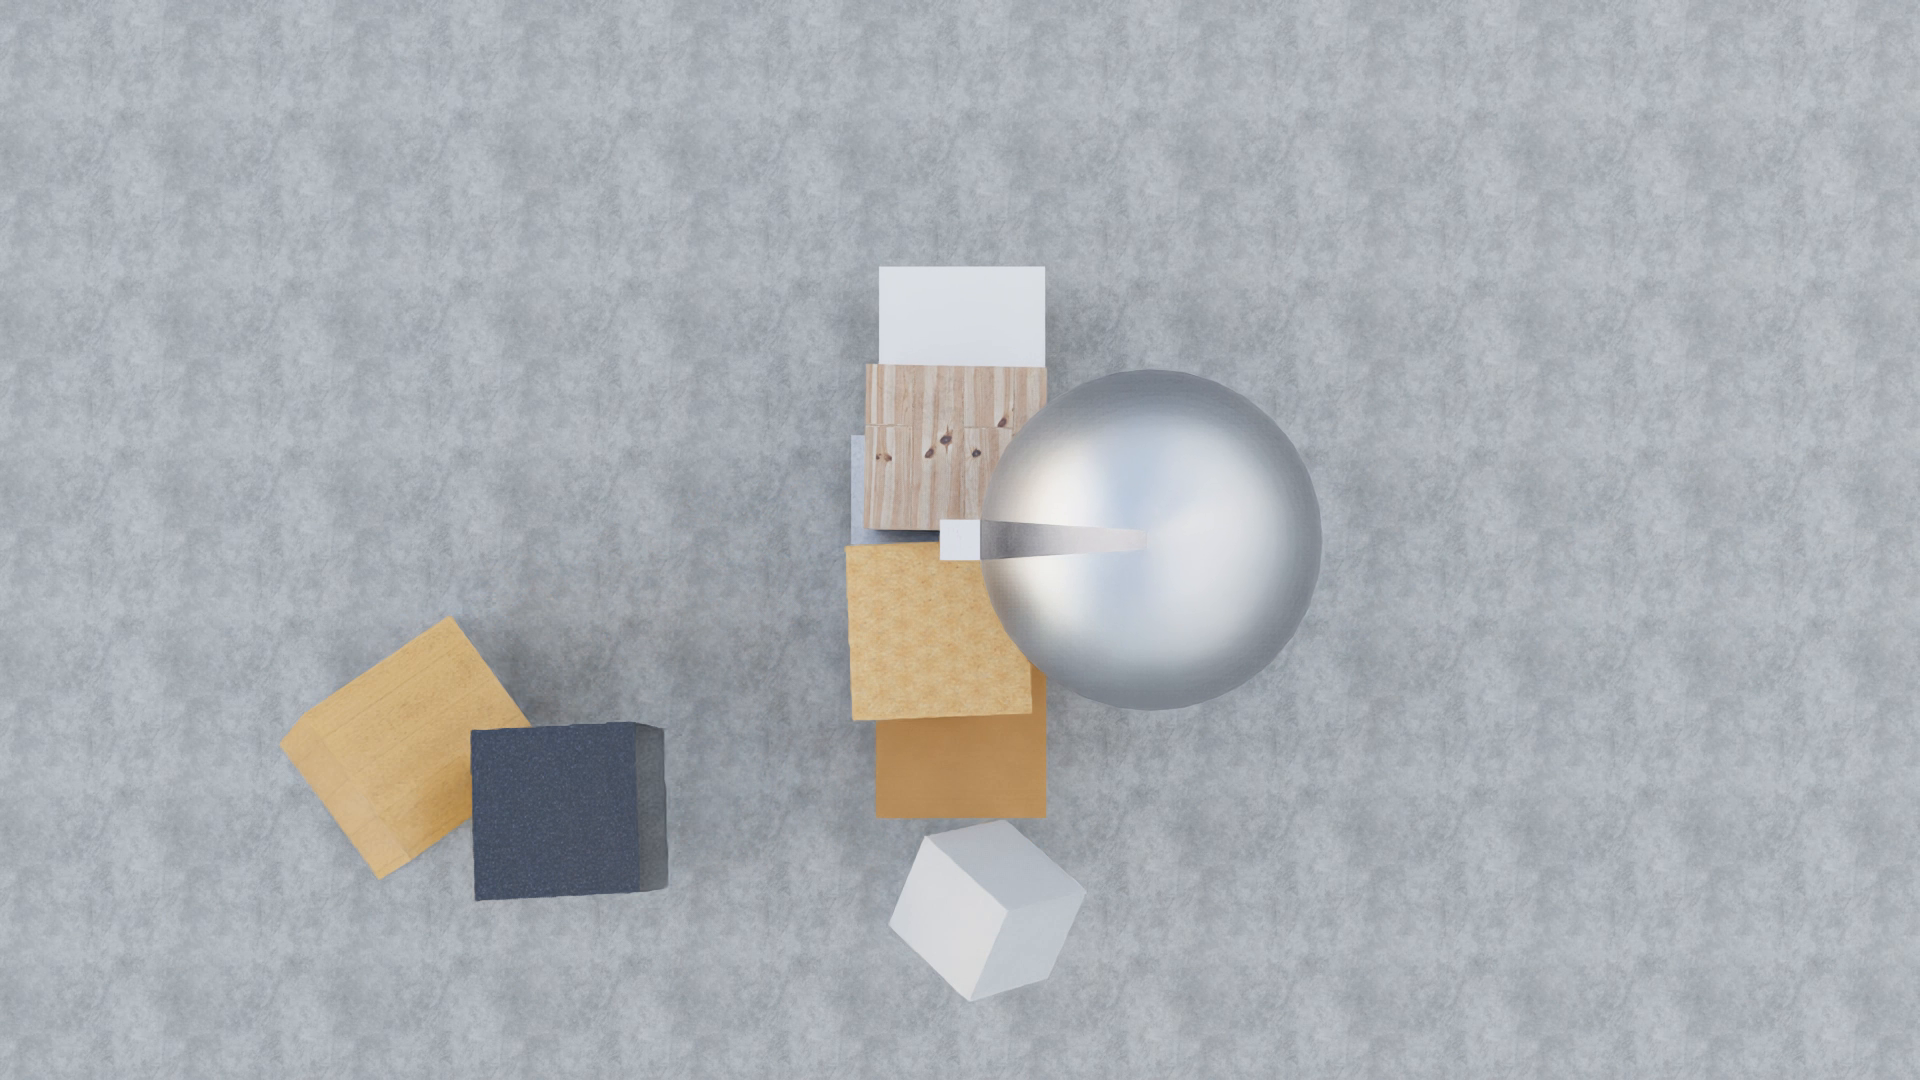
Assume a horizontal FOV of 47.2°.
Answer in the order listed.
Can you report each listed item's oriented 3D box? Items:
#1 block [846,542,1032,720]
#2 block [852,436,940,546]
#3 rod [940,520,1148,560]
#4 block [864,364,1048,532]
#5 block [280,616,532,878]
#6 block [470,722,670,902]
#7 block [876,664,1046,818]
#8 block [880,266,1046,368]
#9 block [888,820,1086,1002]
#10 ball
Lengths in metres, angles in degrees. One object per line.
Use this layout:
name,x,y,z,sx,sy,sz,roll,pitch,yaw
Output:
block,-0.106,0.452,11.465,0.904,0.776,0.884,-2,90,0
block,-0.008,-0.062,12.471,1.166,1.059,1.014,0,90,0
rod,0.384,0.000,6.910,0.080,5.200,0.080,0,90,8
block,-0.023,-0.457,11.432,0.899,1.019,0.819,1,90,0
block,-3.054,1.174,12.311,0.954,1.009,0.961,-37,93,-27
block,-2.031,1.424,11.526,0.838,0.827,0.859,-3,82,2
block,0.006,0.979,12.426,0.921,1.147,1.048,0,90,0
block,0.012,-1.041,12.543,0.912,0.914,0.924,0,90,0
block,0.142,1.924,11.494,0.648,0.618,0.576,38,117,35
ball,0.885,0.000,10.273,1.600,1.600,1.600,0,90,0
